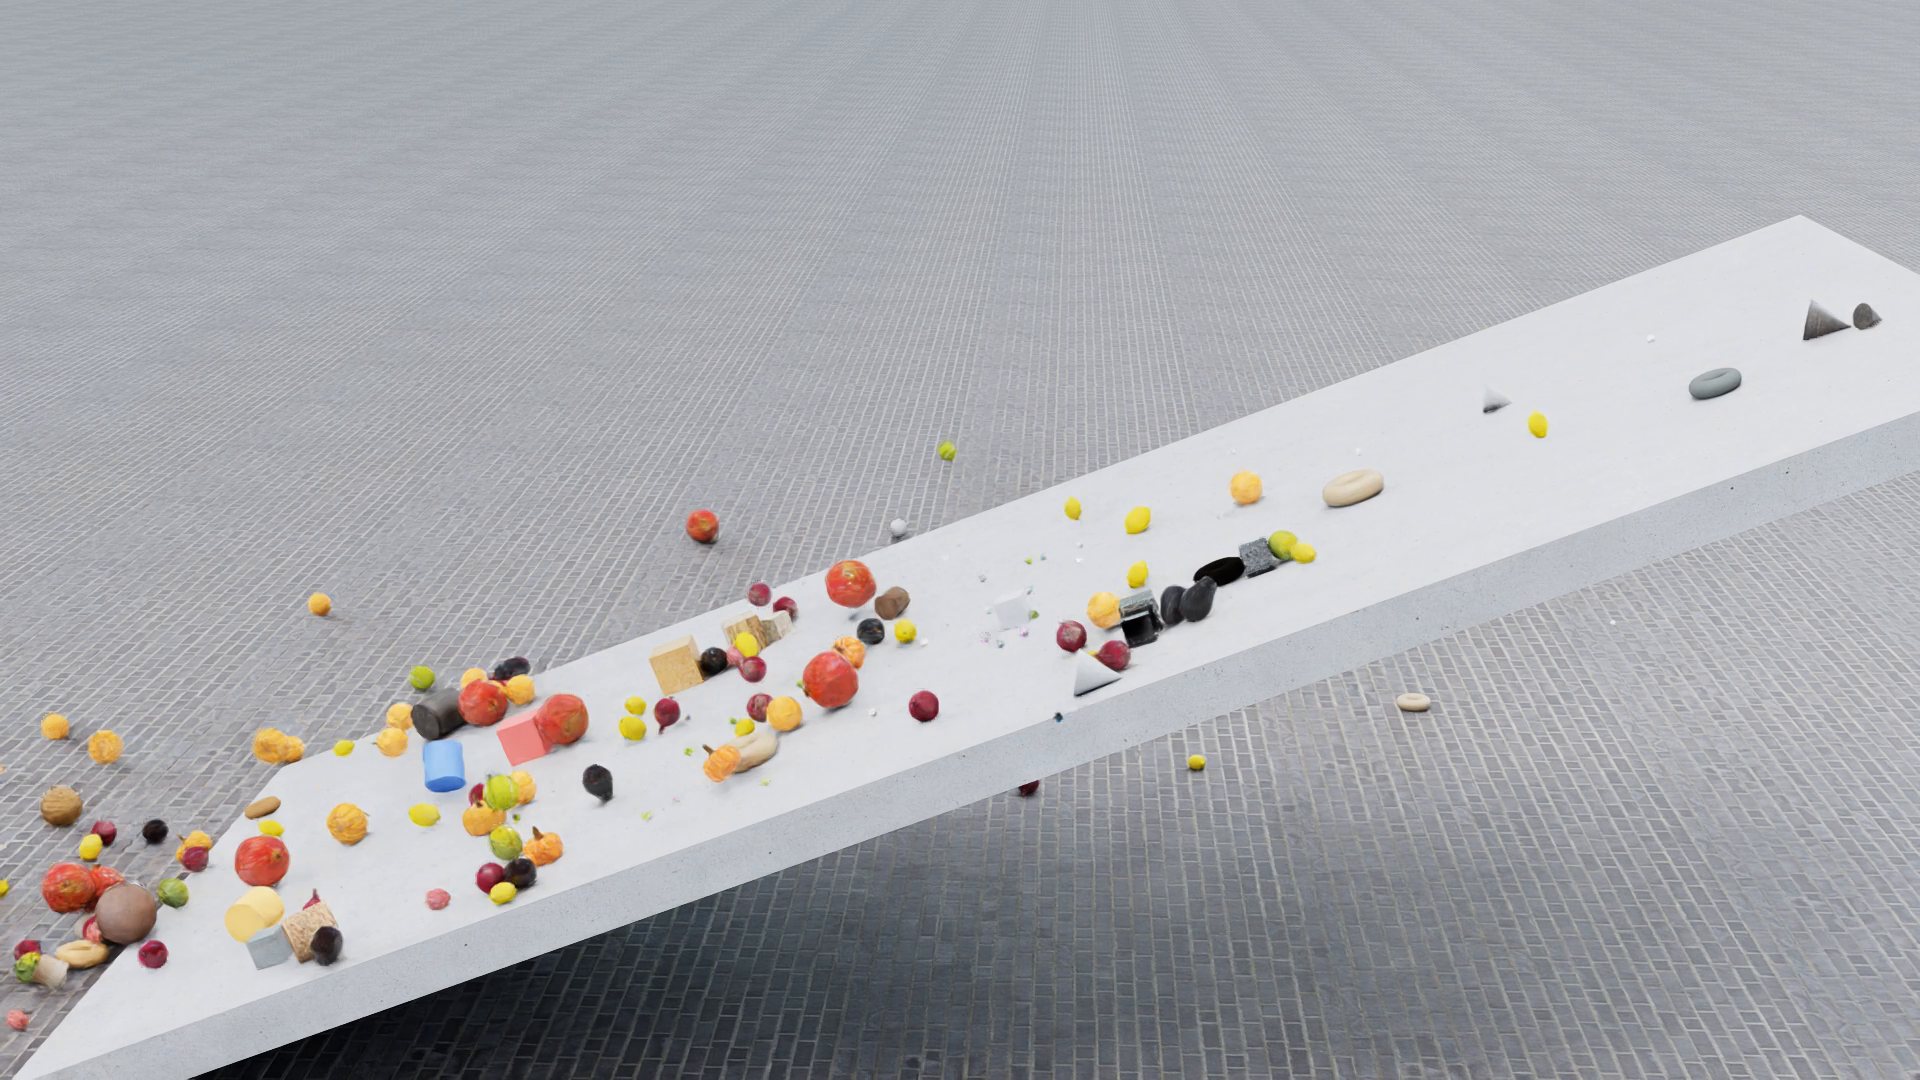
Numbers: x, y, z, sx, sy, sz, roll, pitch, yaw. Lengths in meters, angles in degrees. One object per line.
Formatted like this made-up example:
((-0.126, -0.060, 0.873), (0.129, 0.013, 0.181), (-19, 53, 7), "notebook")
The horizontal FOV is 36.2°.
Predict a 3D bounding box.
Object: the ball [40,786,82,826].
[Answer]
((-2.236, 0.664, 7.321), (0.100, 0.100, 0.100), (0, 13, 0), "ball")

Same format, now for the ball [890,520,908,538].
((-0.217, -0.042, 10.396), (0.065, 0.065, 0.065), (0, 13, 0), "ball")

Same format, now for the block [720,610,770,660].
((-0.495, 0.217, 6.746), (0.080, 0.080, 0.080), (-24, 12, -11), "block")

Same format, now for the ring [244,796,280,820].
((-1.668, 0.641, 7.032), (0.089, 0.030, 0.089), (-21, 10, 4), "ring")

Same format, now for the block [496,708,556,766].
((-0.967, 0.440, 6.555), (0.088, 0.088, 0.088), (-20, 12, 8), "block")

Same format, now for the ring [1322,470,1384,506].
((0.804, -0.108, 6.009), (0.131, 0.044, 0.131), (-19, 12, 4), "ring")

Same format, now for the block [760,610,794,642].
((-0.424, 0.198, 6.776), (0.052, 0.052, 0.052), (-11, 15, 40), "block")

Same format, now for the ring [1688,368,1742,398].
((1.474, -0.306, 5.743), (0.104, 0.035, 0.104), (-20, 13, 5), "ring")

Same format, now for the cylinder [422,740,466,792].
((-1.134, 0.497, 6.466), (0.087, 0.087, 0.087), (-8, -26, -4), "cylinder")

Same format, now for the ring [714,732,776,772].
((-0.422, 0.419, 5.795), (0.130, 0.043, 0.130), (-20, 13, 5), "ring")

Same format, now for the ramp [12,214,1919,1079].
((0.119, 0.175, 6.295), (4.000, 0.100, 2.000), (-20, 12, 7), "ramp")

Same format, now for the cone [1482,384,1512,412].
((1.154, -0.298, 6.293), (0.061, 0.061, 0.061), (9, 15, 9), "cone")

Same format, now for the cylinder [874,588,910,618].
((-0.152, 0.140, 6.536), (0.060, 0.060, 0.060), (8, 10, 29), "cylinder")

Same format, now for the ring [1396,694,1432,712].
((1.285, 0.460, 8.335), (0.098, 0.033, 0.098), (-1, 14, 0), "ring")

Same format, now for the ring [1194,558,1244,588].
((0.509, 0.065, 5.770), (0.106, 0.035, 0.106), (-21, 10, 4), "ring")

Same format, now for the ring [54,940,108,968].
((-1.918, 0.905, 6.427), (0.114, 0.038, 0.114), (1, 10, 0), "ring")

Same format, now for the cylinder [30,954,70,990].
((-1.930, 0.916, 6.239), (0.059, 0.059, 0.059), (25, 7, -15), "cylinder")

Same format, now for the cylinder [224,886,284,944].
((-1.421, 0.755, 5.924), (0.087, 0.087, 0.087), (3, 18, 14), "cylinder")

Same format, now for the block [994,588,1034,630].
((0.111, 0.143, 6.059), (0.059, 0.059, 0.059), (-18, 12, 16), "block")

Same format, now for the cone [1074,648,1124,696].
((0.256, 0.247, 5.377), (0.089, 0.089, 0.089), (6, 14, 3), "cone")

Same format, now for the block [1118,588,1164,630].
((0.346, 0.143, 5.622), (0.067, 0.067, 0.067), (-20, 12, 8), "block")

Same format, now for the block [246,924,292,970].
((-1.335, 0.788, 5.694), (0.060, 0.060, 0.060), (-19, 12, 9), "block")

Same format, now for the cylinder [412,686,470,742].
((-1.259, 0.422, 7.126), (0.099, 0.099, 0.099), (10, 29, 37), "cylinder")

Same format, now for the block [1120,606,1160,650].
((0.341, 0.165, 5.558), (0.056, 0.056, 0.056), (-18, 12, 15), "block")

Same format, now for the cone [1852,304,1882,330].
((1.797, -0.438, 5.791), (0.054, 0.054, 0.054), (3, 10, -27), "cone")

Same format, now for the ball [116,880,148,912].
((-1.825, 0.785, 6.485), (0.068, 0.068, 0.068), (0, 13, 0), "ball")

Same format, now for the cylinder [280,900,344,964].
((-1.238, 0.749, 5.620), (0.091, 0.091, 0.091), (-25, 21, -18), "cylinder")

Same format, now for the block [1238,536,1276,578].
((0.578, 0.035, 5.730), (0.055, 0.055, 0.055), (-20, 12, 9), "block")

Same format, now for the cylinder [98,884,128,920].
((-1.894, 0.813, 6.584), (0.060, 0.060, 0.060), (-5, 35, -20), "cylinder")

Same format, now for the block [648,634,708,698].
((-0.638, 0.284, 6.658), (0.095, 0.095, 0.095), (-20, 12, 5), "block")

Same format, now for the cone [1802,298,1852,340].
((1.728, -0.431, 5.845), (0.087, 0.087, 0.087), (12, 16, 17), "cone")

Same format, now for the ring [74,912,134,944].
((-1.913, 0.868, 6.576), (0.130, 0.043, 0.130), (2, 16, -1), "ring")
